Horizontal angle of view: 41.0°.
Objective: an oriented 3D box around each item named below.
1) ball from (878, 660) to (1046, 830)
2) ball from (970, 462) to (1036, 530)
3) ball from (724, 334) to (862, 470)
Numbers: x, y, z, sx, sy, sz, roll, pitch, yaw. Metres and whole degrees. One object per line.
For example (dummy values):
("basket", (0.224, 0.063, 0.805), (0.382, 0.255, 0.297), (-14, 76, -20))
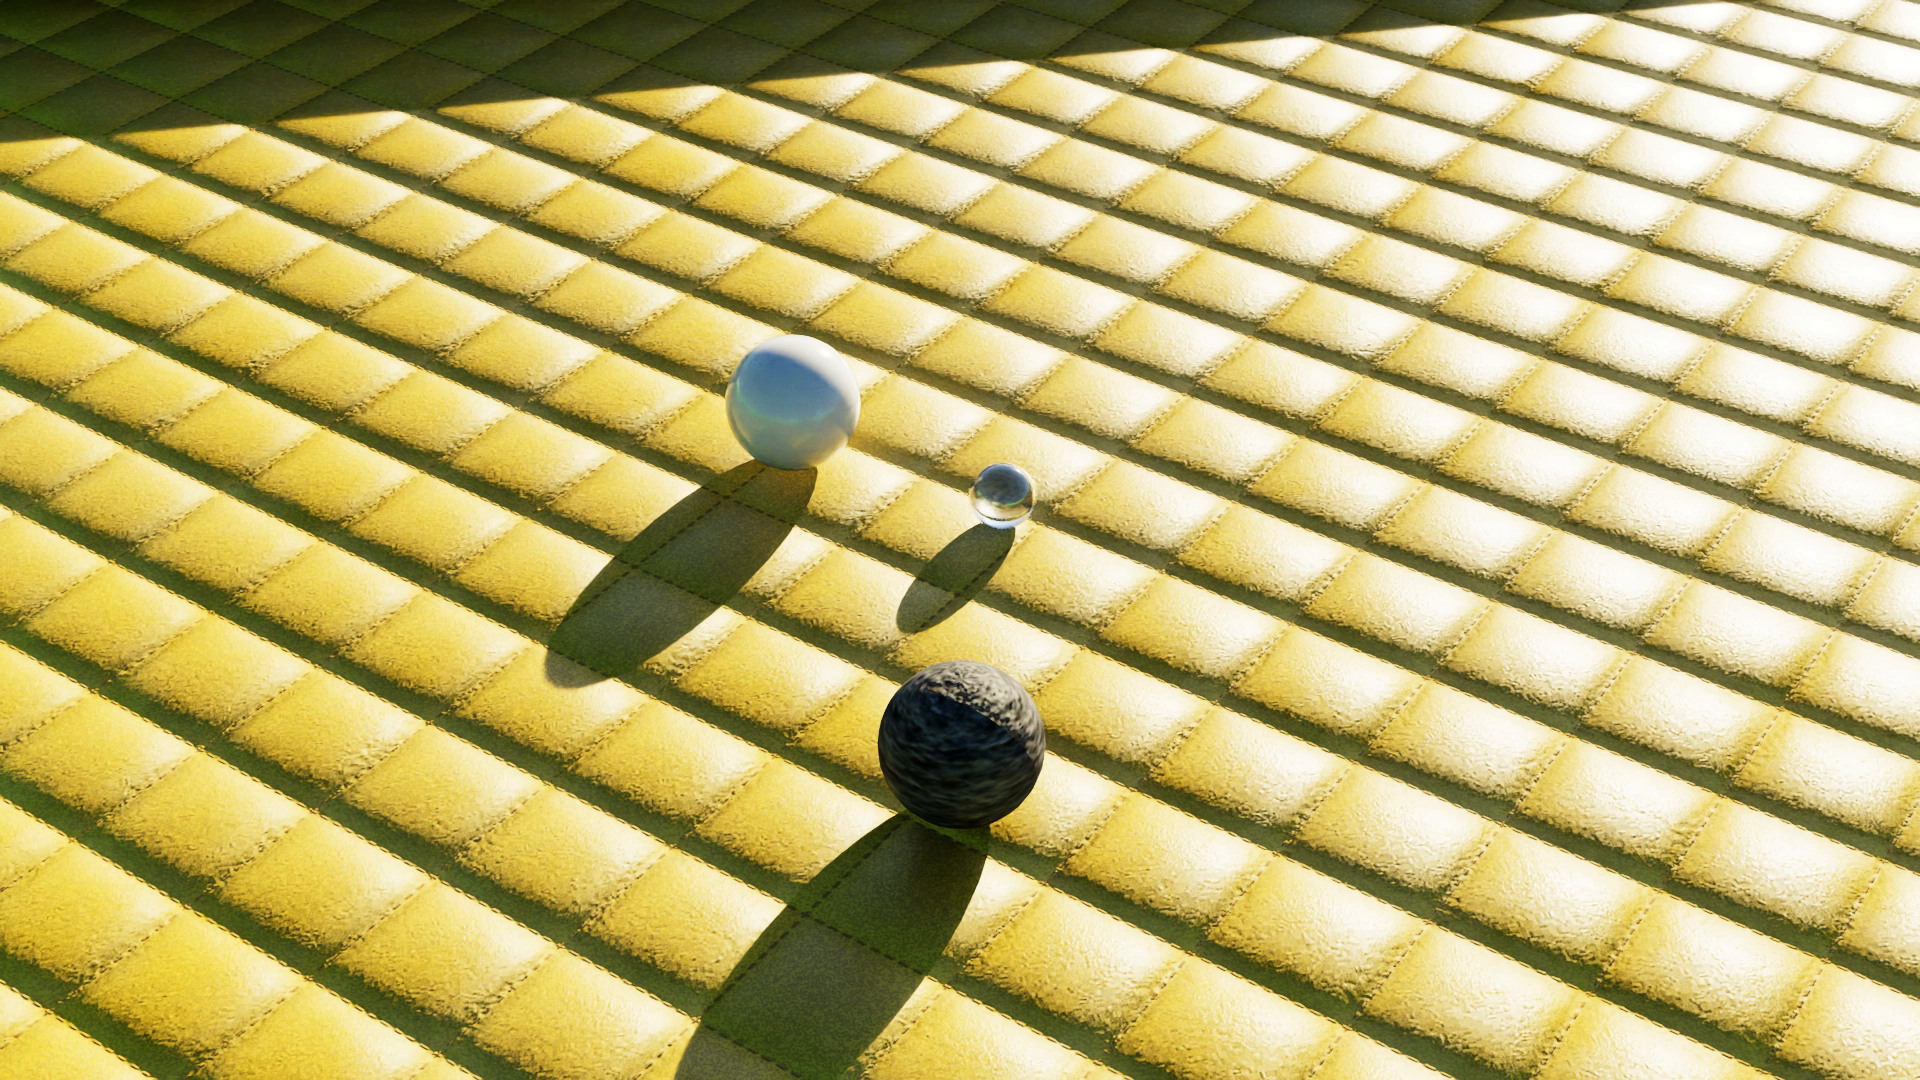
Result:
("ball", (0.001, 0.108, 1.355), (0.089, 0.089, 0.089), (0, 36, 0))
("ball", (0.026, -0.027, 1.578), (0.041, 0.041, 0.041), (0, 36, 0))
("ball", (-0.106, -0.087, 1.622), (0.086, 0.086, 0.086), (0, 36, 0))
